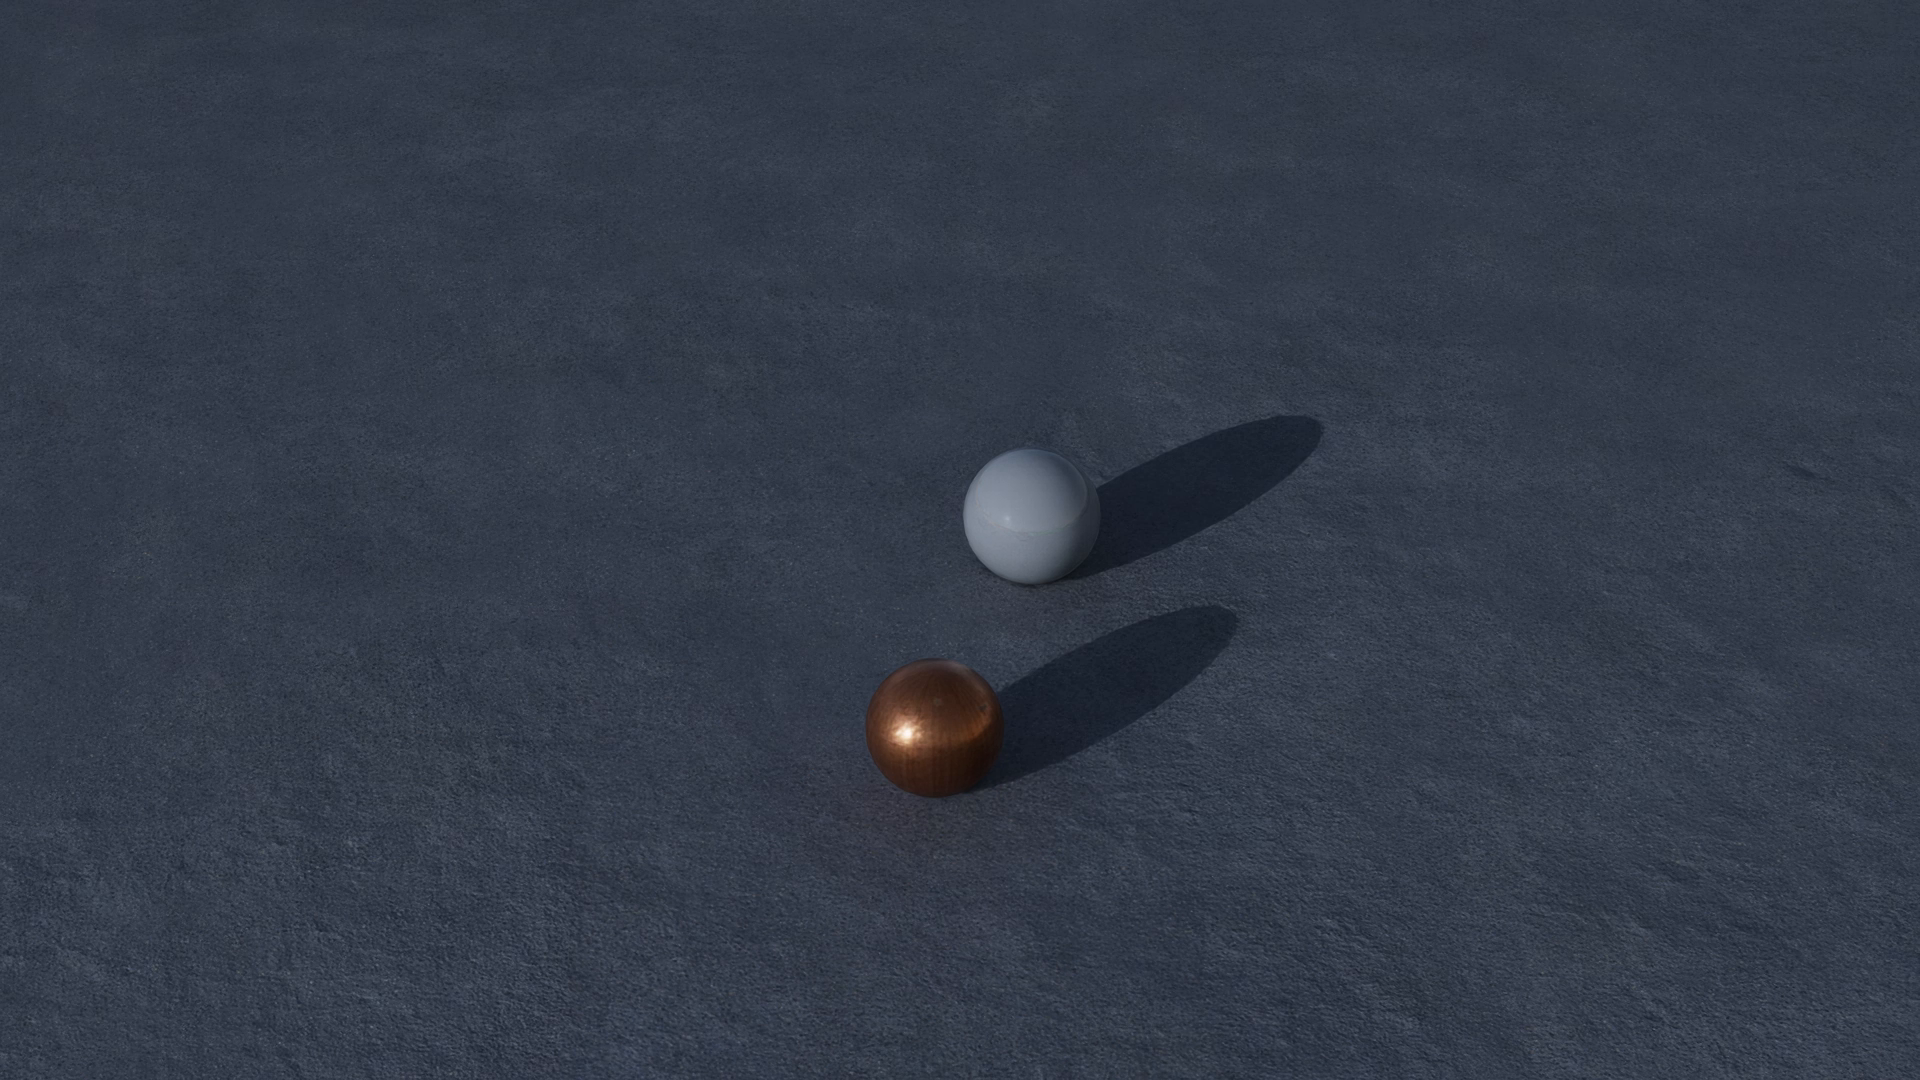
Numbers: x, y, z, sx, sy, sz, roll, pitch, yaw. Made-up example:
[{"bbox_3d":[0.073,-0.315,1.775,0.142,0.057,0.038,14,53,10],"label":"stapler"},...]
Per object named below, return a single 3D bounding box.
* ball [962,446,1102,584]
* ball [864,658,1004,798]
[{"bbox_3d":[0.040,-0.014,1.639,0.077,0.077,0.077,0,32,0],"label":"ball"},{"bbox_3d":[-0.013,0.094,1.471,0.070,0.070,0.070,0,32,0],"label":"ball"}]
